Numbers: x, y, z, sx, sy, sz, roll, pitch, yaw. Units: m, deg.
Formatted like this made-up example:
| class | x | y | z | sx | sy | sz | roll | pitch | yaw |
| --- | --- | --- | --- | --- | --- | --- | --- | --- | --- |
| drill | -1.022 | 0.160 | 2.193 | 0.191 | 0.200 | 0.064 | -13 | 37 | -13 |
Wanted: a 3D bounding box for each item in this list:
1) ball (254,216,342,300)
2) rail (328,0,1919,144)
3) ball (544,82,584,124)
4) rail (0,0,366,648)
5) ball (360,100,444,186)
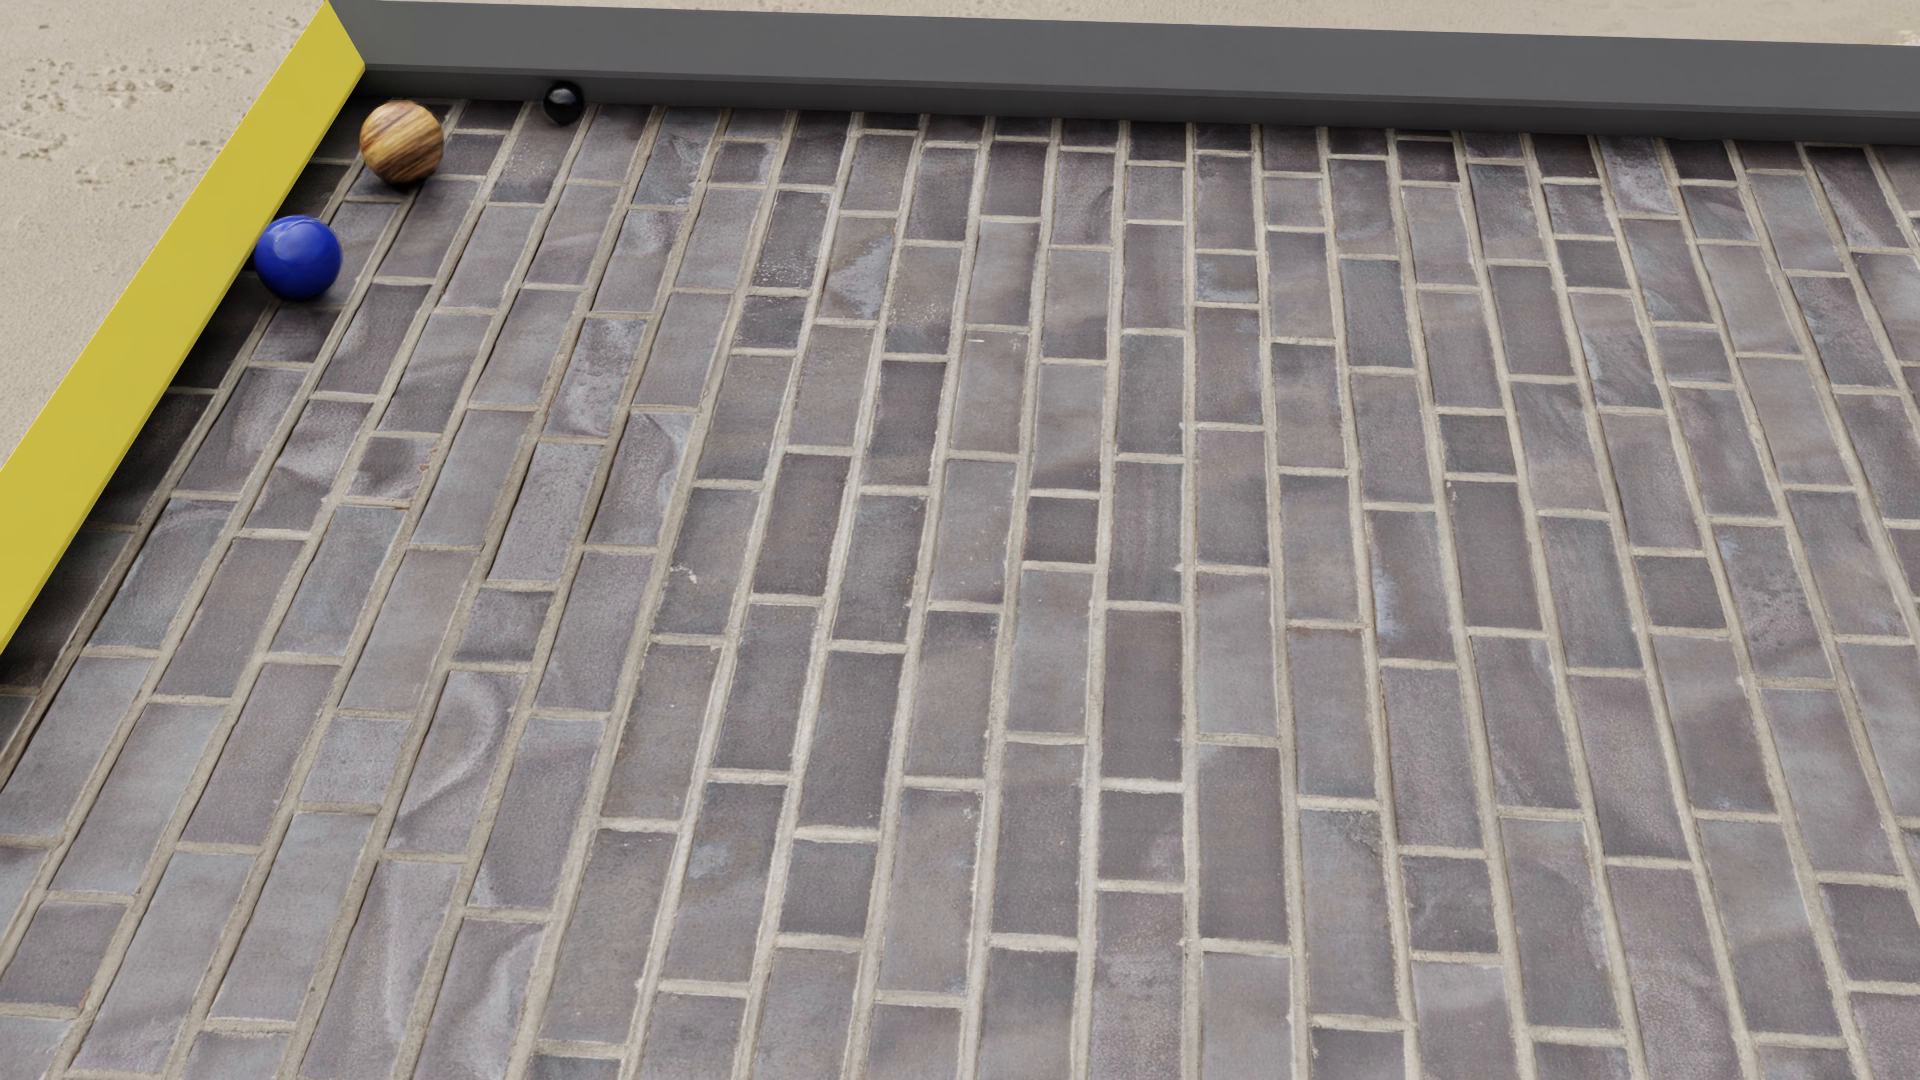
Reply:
| class | x | y | z | sx | sy | sz | roll | pitch | yaw |
| --- | --- | --- | --- | --- | --- | --- | --- | --- | --- |
| ball | -0.584 | -0.248 | 2.261 | 0.075 | 0.075 | 0.075 | 0 | 35 | 0 |
| rail | 0.749 | -0.428 | 2.492 | 2.778 | 0.103 | 0.045 | 2 | 35 | 3 |
| ball | -0.395 | -0.436 | 2.560 | 0.040 | 0.040 | 0.040 | 0 | 35 | 0 |
| rail | -0.669 | -0.046 | 1.944 | 0.045 | 0.103 | 1.587 | 2 | 35 | 3 |
| ball | -0.531 | -0.378 | 2.443 | 0.079 | 0.079 | 0.079 | 0 | 35 | 0 |
